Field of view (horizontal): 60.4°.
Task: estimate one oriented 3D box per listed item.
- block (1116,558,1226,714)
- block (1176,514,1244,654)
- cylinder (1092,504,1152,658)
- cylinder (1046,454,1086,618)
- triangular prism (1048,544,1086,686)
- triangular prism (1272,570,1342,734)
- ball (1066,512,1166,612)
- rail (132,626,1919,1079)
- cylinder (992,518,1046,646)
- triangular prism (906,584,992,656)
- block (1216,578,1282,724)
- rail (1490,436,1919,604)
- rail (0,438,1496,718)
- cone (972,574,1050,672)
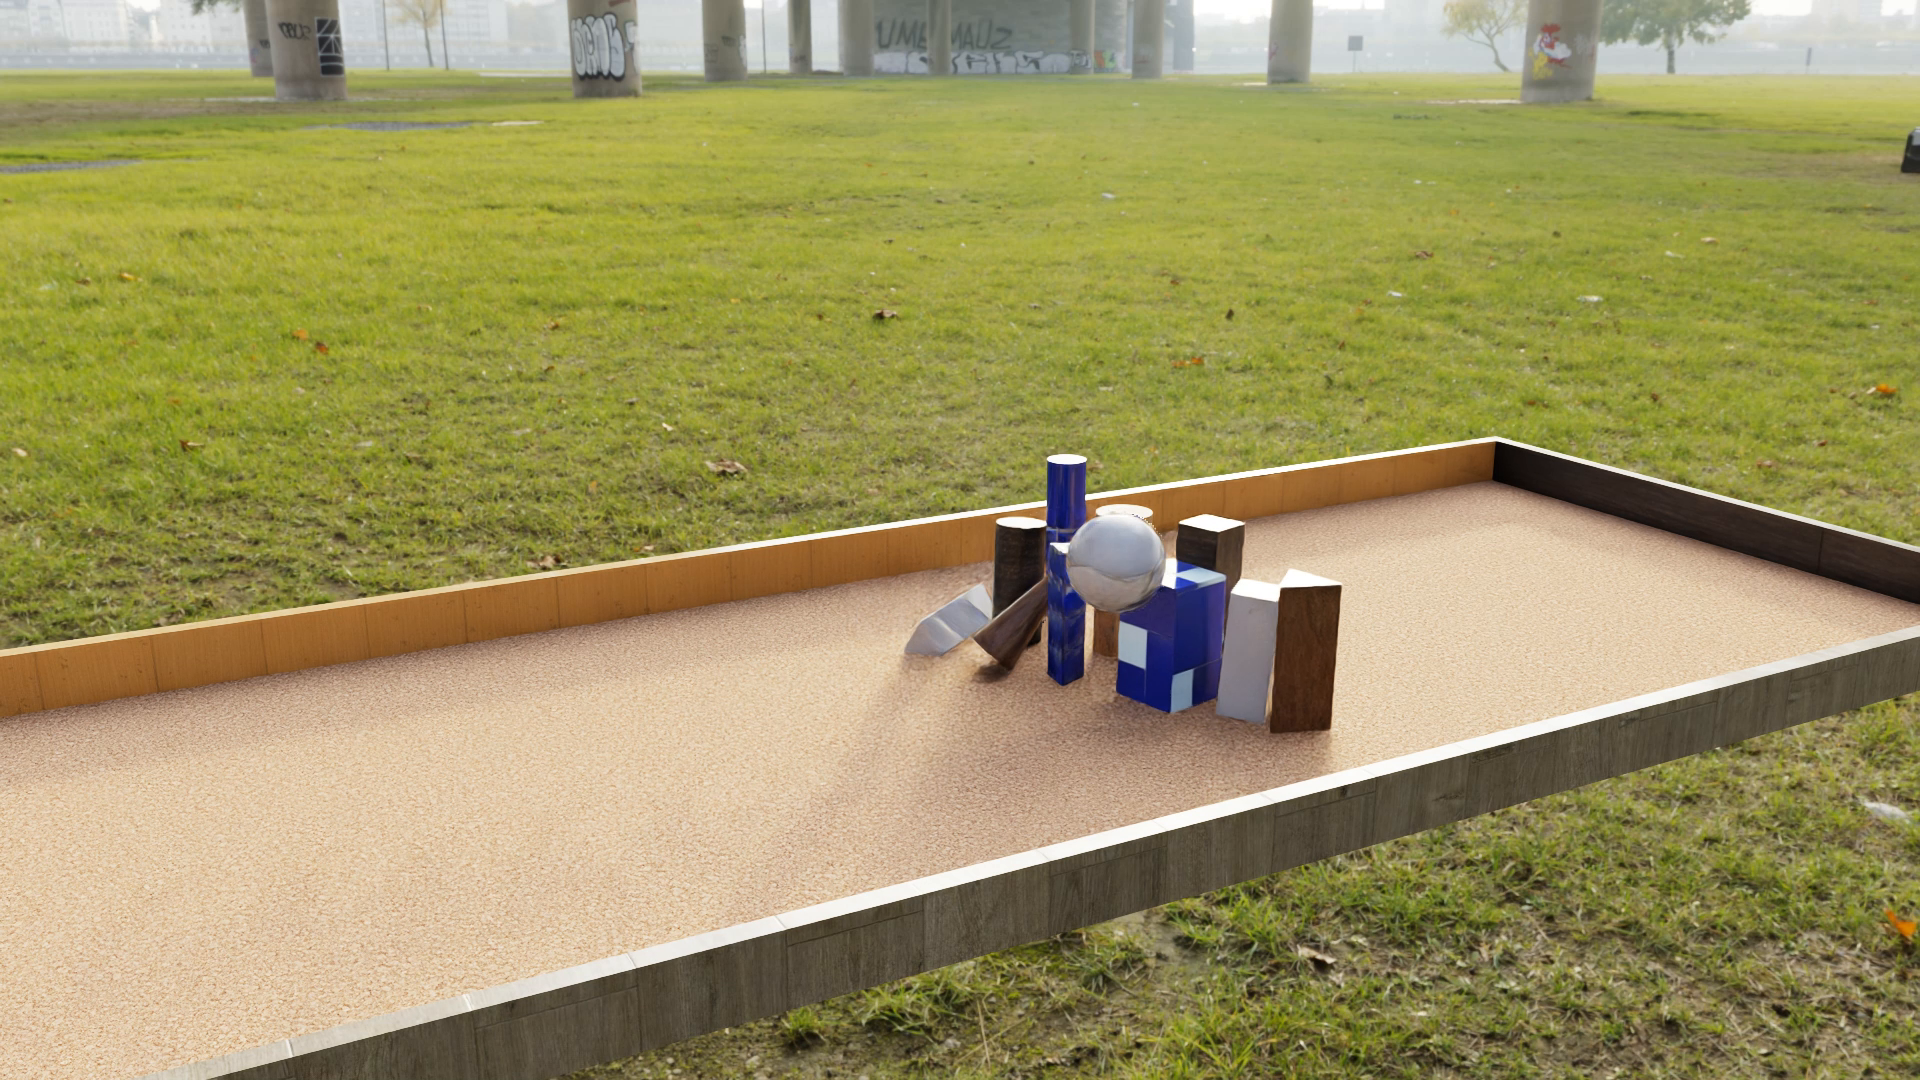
[{"bbox_3d":[0.514,0.230,4.013,0.179,0.312,0.179,-13,21,-39],"label":"block"},{"bbox_3d":[0.616,0.152,4.121,0.118,0.401,0.118,14,20,40],"label":"block"},{"bbox_3d":[0.426,0.107,4.322,0.145,0.376,0.145,0,16,0],"label":"cylinder"},{"bbox_3d":[0.293,-0.006,4.581,0.108,0.448,0.108,0,16,0],"label":"cylinder"},{"bbox_3d":[0.254,0.181,4.124,0.079,0.347,0.091,13,21,38],"label":"triangular prism"},{"bbox_3d":[0.785,0.257,3.849,0.147,0.355,0.127,-2,16,-10],"label":"triangular prism"},{"bbox_3d":[0.364,0.053,3.845,0.233,0.233,0.233,0,16,0],"label":"ball"},{"bbox_3d":[-2.336,1.006,1.665,12.000,0.150,0.050,-9,18,-27],"label":"rail"},{"bbox_3d":[0.156,0.110,4.398,0.135,0.319,0.135,2,12,0],"label":"cylinder"},{"bbox_3d":[-0.020,0.209,4.471,0.107,0.093,0.350,8,18,26],"label":"triangular prism"},{"bbox_3d":[0.692,0.263,3.903,0.116,0.307,0.116,10,19,19],"label":"block"},{"bbox_3d":[2.466,-0.048,5.253,0.050,0.150,2.100,-9,18,-27],"label":"rail"},{"bbox_3d":[-3.305,0.497,3.399,12.000,0.150,0.050,-9,18,-27],"label":"rail"},{"bbox_3d":[0.204,0.147,4.199,0.135,0.384,0.135,41,-1,1],"label":"cone"}]
